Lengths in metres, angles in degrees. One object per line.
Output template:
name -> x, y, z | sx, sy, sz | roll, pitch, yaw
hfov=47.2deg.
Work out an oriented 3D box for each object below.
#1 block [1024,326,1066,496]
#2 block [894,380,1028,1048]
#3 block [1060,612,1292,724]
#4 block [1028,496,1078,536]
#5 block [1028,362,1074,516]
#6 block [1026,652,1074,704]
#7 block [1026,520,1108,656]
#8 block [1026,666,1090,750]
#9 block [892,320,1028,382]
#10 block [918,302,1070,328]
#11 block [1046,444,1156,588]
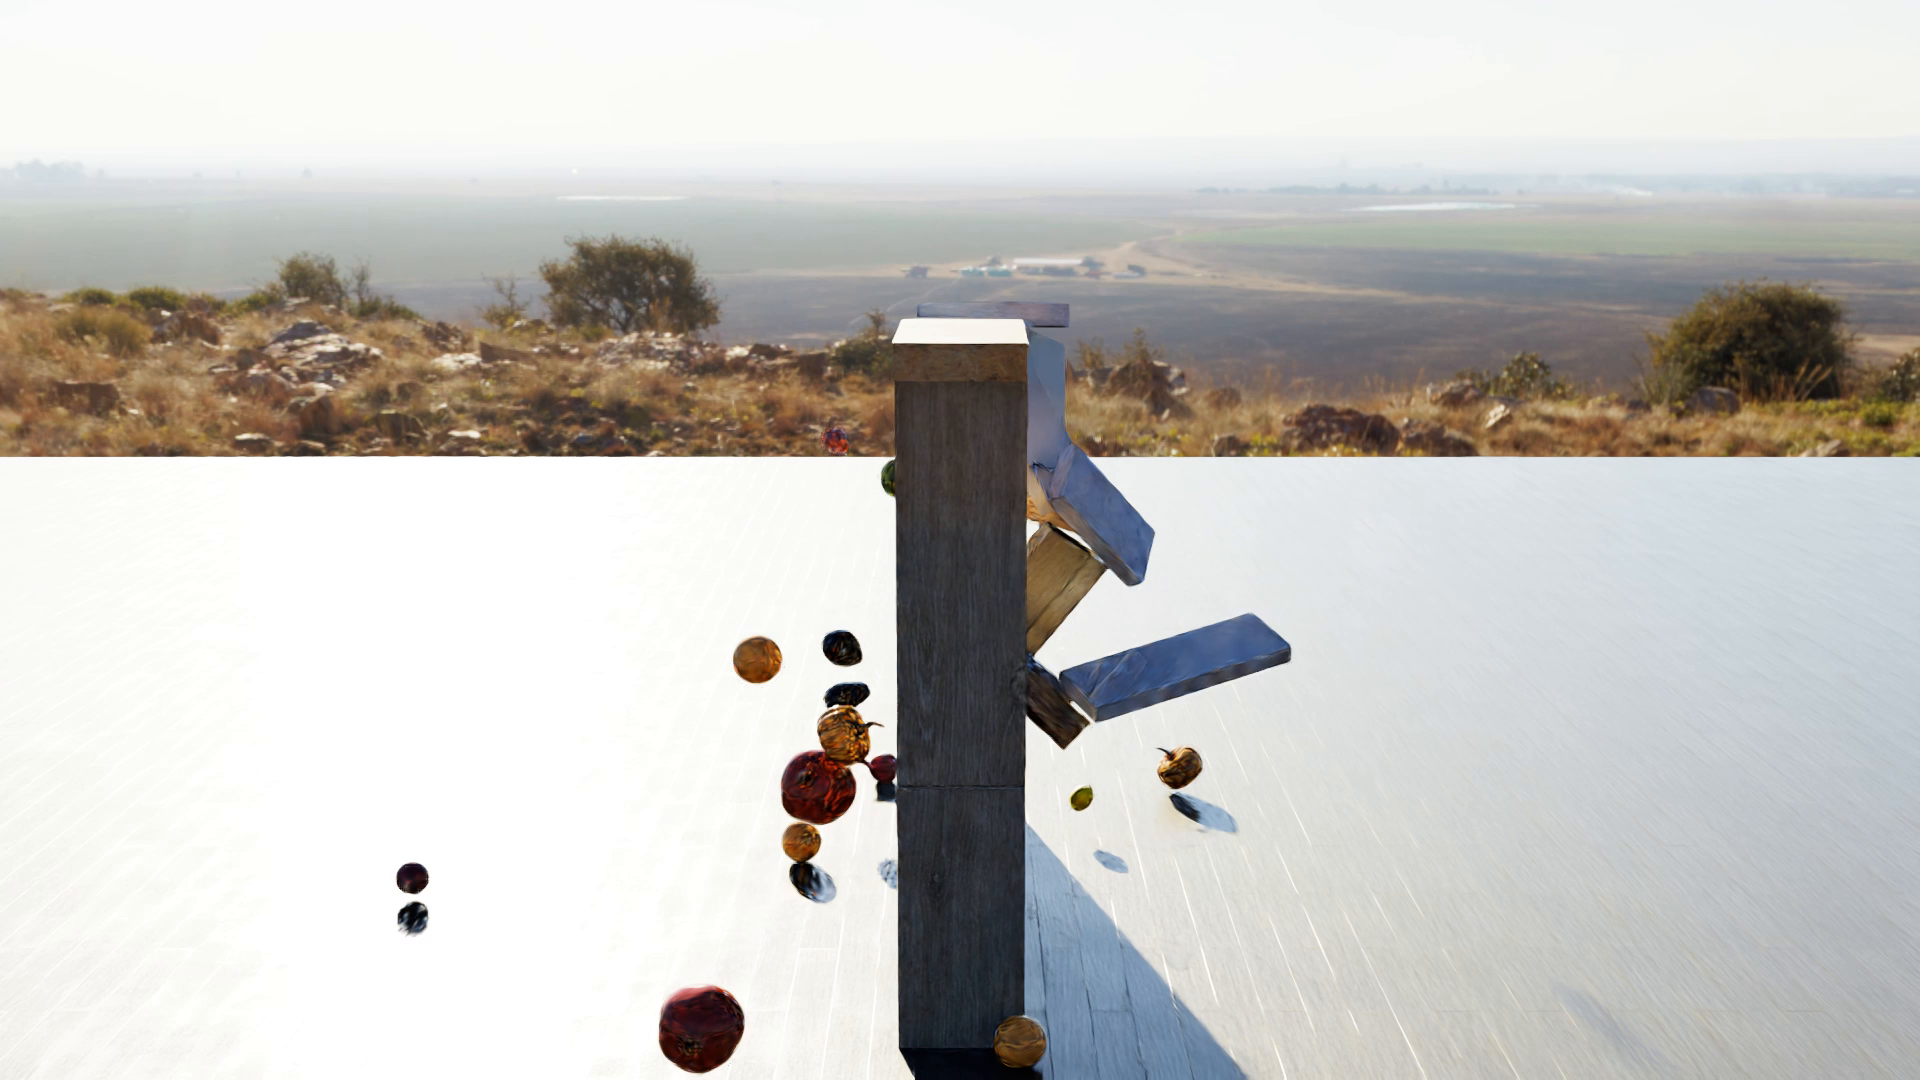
block -> 0.120, -0.196, 3.487 | 0.037, 0.260, 0.130 | -8, -13, 31
block -> 0.001, 0.242, 2.990 | 0.175, 0.933, 0.050 | 0, 11, -1
block -> 0.330, 0.192, 3.354 | 0.350, 0.030, 0.107 | -15, 35, -24
block -> 0.115, -0.046, 3.464 | 0.245, 0.035, 0.122 | 15, -1, 20
block -> 0.116, -0.155, 3.369 | 0.030, 0.213, 0.107 | -22, 8, 46
block -> 0.113, 0.221, 3.365 | 0.125, 0.063, 0.018 | 40, 7, 9
block -> 0.105, 0.098, 3.412 | 0.122, 0.245, 0.035 | 33, 15, -28
block -> 0.131, 0.254, 3.311 | 0.125, 0.018, 0.063 | 43, 48, 9
block -> 0.002, -0.262, 3.013 | 0.175, 0.050, 0.350 | 0, 11, 1
block -> 0.051, -0.363, 3.541 | 0.130, 0.037, 0.260 | -2, 5, -30
block -> 0.217, -0.036, 3.346 | 0.030, 0.213, 0.107 | -19, 38, 36
